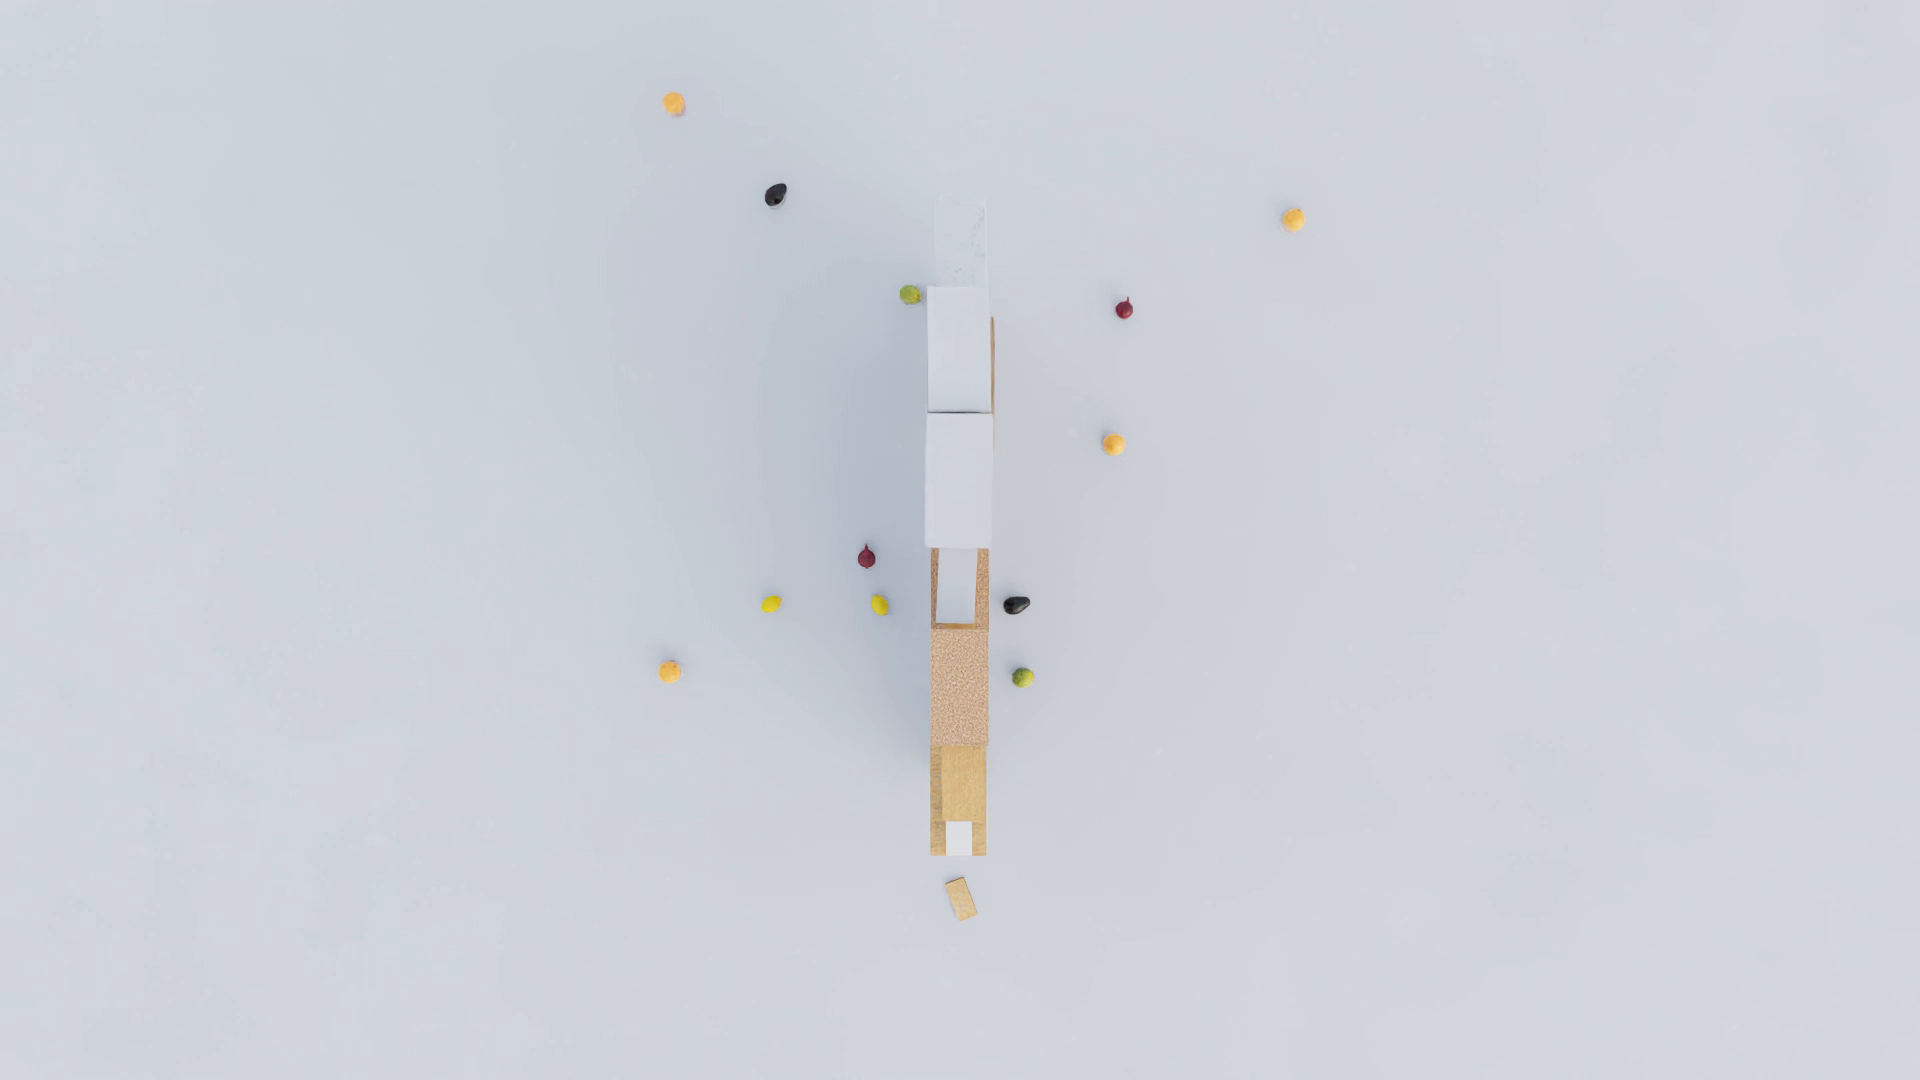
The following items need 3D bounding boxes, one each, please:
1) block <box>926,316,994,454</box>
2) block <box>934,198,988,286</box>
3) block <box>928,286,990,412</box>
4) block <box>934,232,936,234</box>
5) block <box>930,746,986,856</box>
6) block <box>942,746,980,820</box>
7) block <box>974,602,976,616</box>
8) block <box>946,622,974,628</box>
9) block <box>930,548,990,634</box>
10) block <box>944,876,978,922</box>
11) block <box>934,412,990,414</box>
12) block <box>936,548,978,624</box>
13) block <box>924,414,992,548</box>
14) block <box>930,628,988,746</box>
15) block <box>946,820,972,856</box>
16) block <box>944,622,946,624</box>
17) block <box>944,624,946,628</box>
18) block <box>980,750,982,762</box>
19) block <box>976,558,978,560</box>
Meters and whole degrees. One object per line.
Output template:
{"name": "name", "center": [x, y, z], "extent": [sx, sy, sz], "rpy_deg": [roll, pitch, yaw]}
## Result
{"name": "block", "center": [0.002, -0.412, 4.398], "extent": [0.180, 0.051, 0.359], "rpy_deg": [0, 90, 0]}
{"name": "block", "center": [0.003, -0.718, 4.110], "extent": [0.128, 0.036, 0.257], "rpy_deg": [-1, 90, 0]}
{"name": "block", "center": [-0.002, -0.433, 3.756], "extent": [0.141, 0.040, 0.283], "rpy_deg": [-1, 90, 0]}
{"name": "block", "center": [0.001, -0.793, 4.257], "extent": [0.128, 0.257, 0.036], "rpy_deg": [0, 90, 0]}
{"name": "block", "center": [-0.004, 0.676, 4.314], "extent": [0.147, 0.042, 0.293], "rpy_deg": [0, 90, 0]}
{"name": "block", "center": [0.004, 0.599, 4.090], "extent": [0.095, 0.027, 0.190], "rpy_deg": [0, 90, 0]}
{"name": "block", "center": [-0.005, 0.181, 4.339], "extent": [0.097, 0.246, 0.027], "rpy_deg": [1, 90, 0]}
{"name": "block", "center": [0.000, 0.165, 4.474], "extent": [0.080, 0.023, 0.160], "rpy_deg": [0, 90, 0]}
{"name": "block", "center": [0.000, 0.102, 4.863], "extent": [0.171, 0.049, 0.343], "rpy_deg": [0, 90, 0]}
{"name": "block", "center": [0.004, 1.196, 5.491], "extent": [0.066, 0.019, 0.132], "rpy_deg": [-21, 90, 0]}
{"name": "block", "center": [0.003, -0.221, 4.078], "extent": [0.138, 0.039, 0.275], "rpy_deg": [0, 90, 0]}
{"name": "block", "center": [-0.008, 0.115, 4.202], "extent": [0.097, 0.027, 0.194], "rpy_deg": [3, 90, 0]}
{"name": "block", "center": [-0.003, -0.133, 3.735], "extent": [0.151, 0.043, 0.302], "rpy_deg": [0, 90, 0]}
{"name": "block", "center": [-0.001, 0.357, 4.014], "extent": [0.141, 0.040, 0.282], "rpy_deg": [0, 90, 0]}
{"name": "block", "center": [-0.003, 0.762, 4.245], "extent": [0.066, 0.019, 0.132], "rpy_deg": [0, 129, 0]}
{"name": "block", "center": [-0.001, 0.218, 4.565], "extent": [0.080, 0.160, 0.023], "rpy_deg": [0, 90, 0]}
{"name": "block", "center": [-0.004, 0.230, 4.657], "extent": [0.085, 0.024, 0.169], "rpy_deg": [1, 90, 0]}
{"name": "block", "center": [0.005, 0.538, 4.199], "extent": [0.095, 0.190, 0.027], "rpy_deg": [0, 90, 0]}
{"name": "block", "center": [-0.004, 0.052, 4.313], "extent": [0.097, 0.194, 0.027], "rpy_deg": [1, 90, 0]}
